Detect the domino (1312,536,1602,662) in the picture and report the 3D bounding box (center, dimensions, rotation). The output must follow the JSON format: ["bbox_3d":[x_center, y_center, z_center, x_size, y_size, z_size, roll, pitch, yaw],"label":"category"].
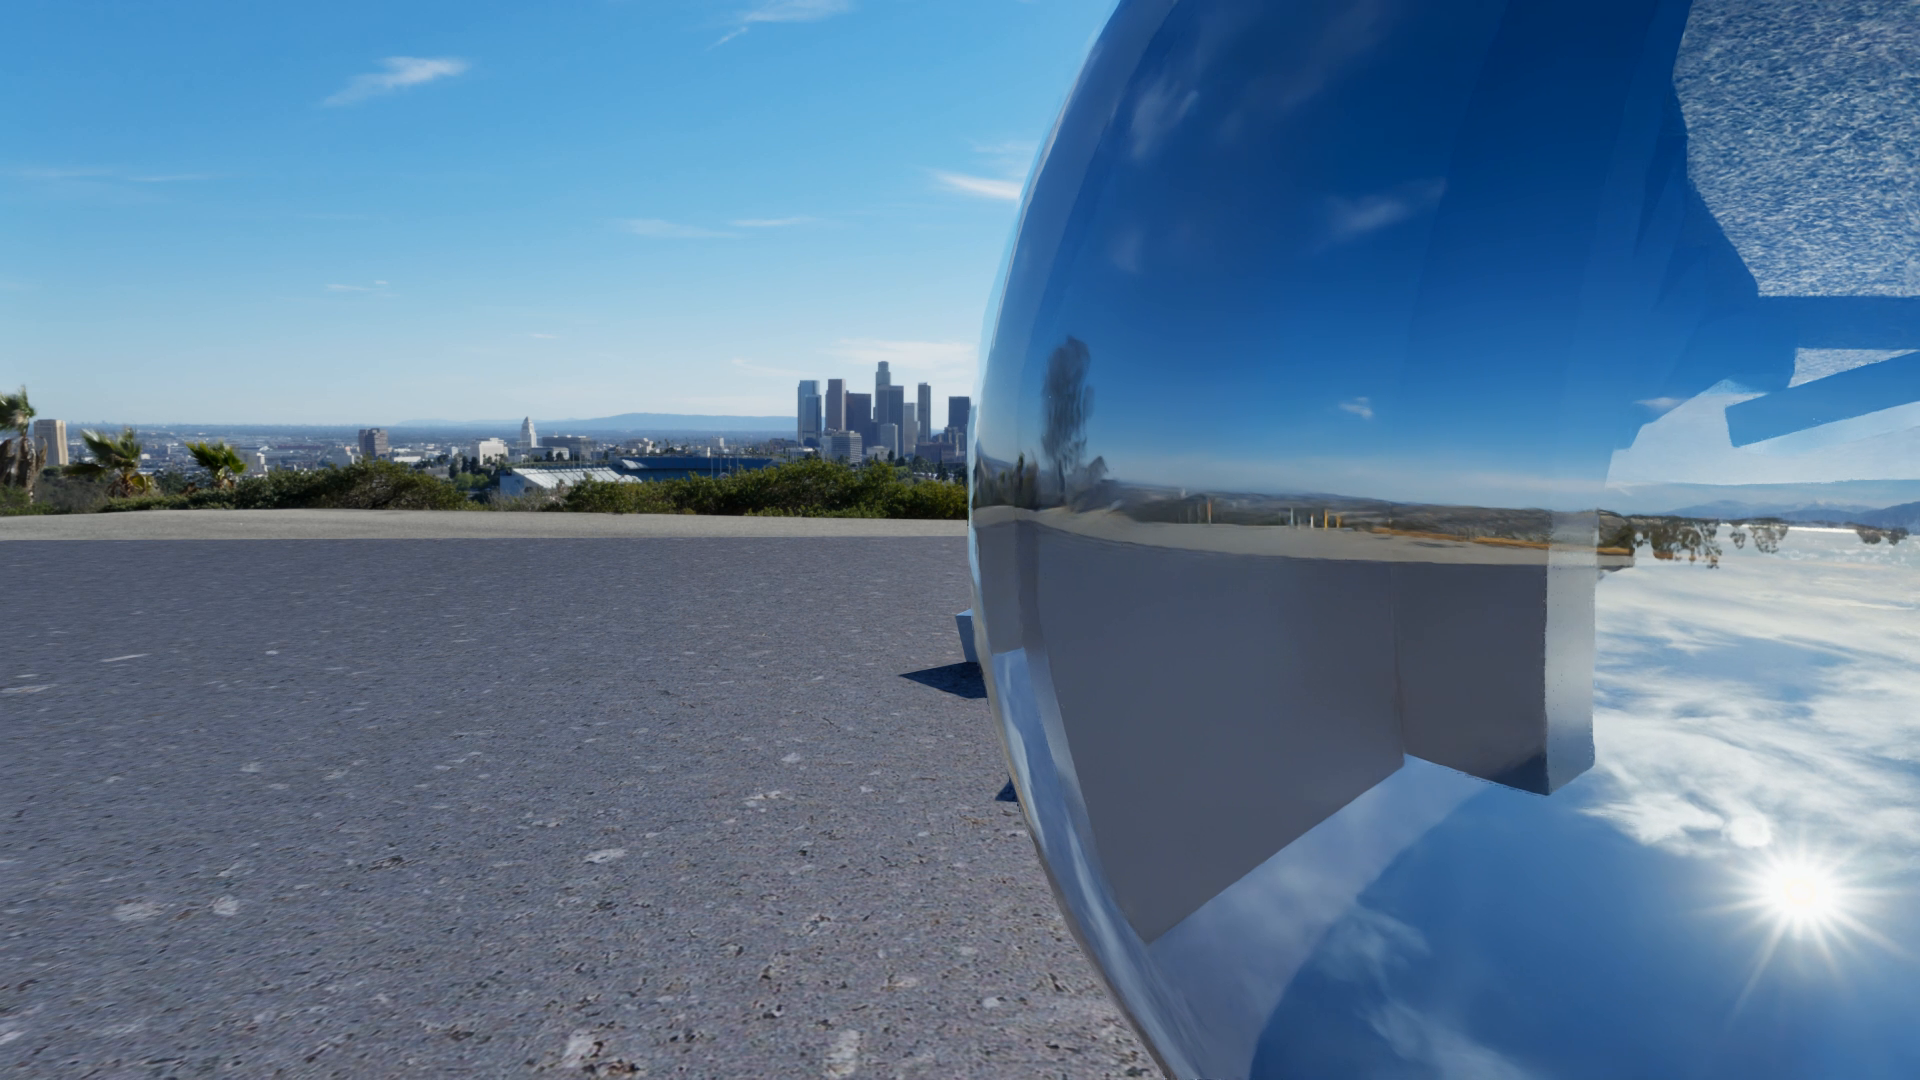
[{"bbox_3d":[0.099,0.012,0.261,0.050,0.009,0.025,-16,4,1],"label":"domino"}]

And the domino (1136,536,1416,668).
[{"bbox_3d":[0.063,0.012,0.260,0.050,0.009,0.025,-17,7,-10],"label":"domino"}]

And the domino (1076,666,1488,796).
[{"bbox_3d":[0.042,0.025,0.173,0.050,0.009,0.025,1,4,14],"label":"domino"}]

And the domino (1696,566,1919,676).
[{"bbox_3d":[0.168,0.014,0.239,0.050,0.010,0.025,-14,-1,19],"label":"domino"}]

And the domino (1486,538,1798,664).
[{"bbox_3d":[0.134,0.012,0.257,0.050,0.009,0.025,-16,3,5],"label":"domino"}]

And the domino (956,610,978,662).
[{"bbox_3d":[0.026,0.012,0.256,0.050,0.009,0.025,-22,12,-39],"label":"domino"}]

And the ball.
[{"bbox_3d":[0.040,-0.002,0.056,0.080,0.080,0.080,0,4,0],"label":"ball"}]
